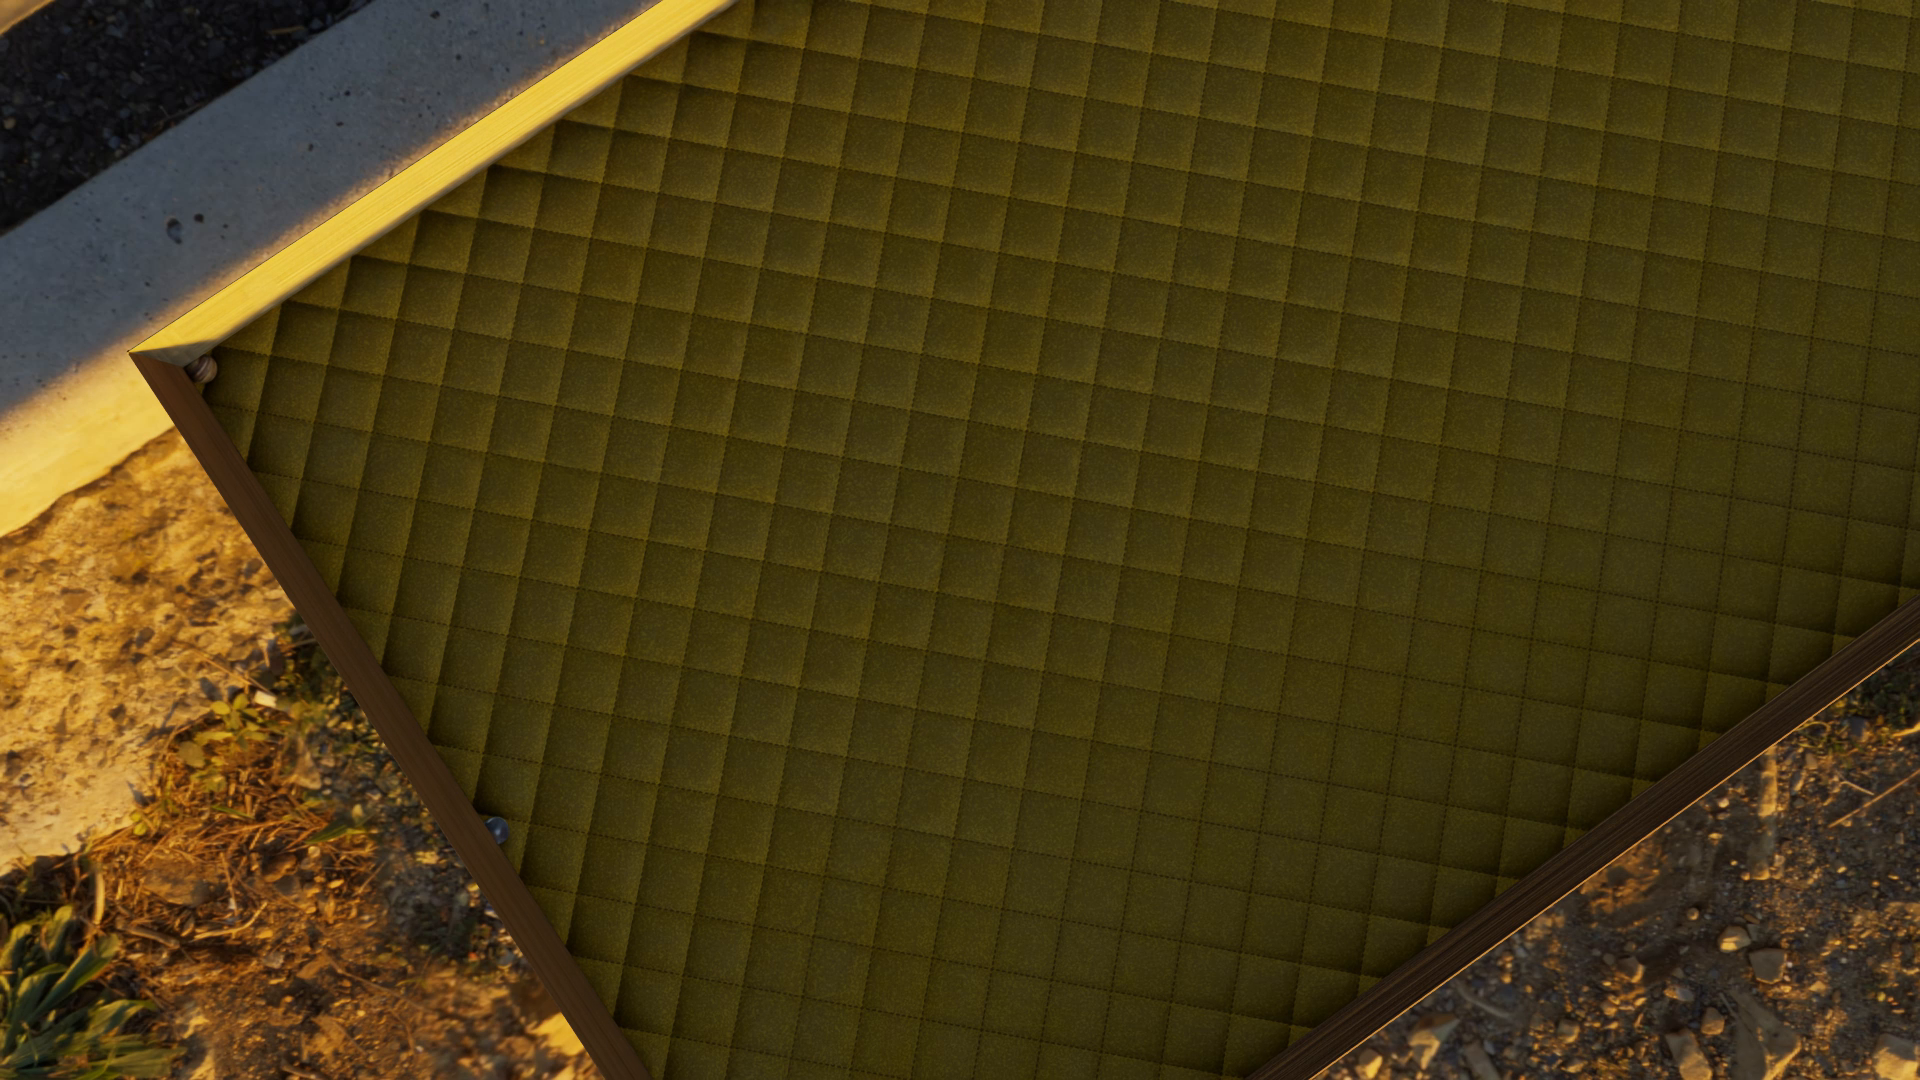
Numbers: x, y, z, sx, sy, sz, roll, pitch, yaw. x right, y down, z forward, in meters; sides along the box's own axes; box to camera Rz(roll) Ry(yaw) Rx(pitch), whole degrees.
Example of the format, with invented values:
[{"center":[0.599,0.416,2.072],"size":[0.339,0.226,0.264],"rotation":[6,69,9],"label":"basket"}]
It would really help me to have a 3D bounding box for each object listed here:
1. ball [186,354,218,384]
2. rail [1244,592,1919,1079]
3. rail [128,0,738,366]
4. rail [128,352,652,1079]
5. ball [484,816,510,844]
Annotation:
[{"center":[-1.142,-0.259,3.311],"size":[0.046,0.046,0.046],"rotation":[0,82,0],"label":"ball"},{"center":[1.210,0.243,3.210],"size":[3.406,0.109,0.045],"rotation":[-35,84,-4],"label":"rail"},{"center":[0.188,-1.213,3.408],"size":[3.406,0.109,0.045],"rotation":[-35,84,-4],"label":"rail"},{"center":[-0.680,0.465,3.180],"size":[0.045,0.109,1.837],"rotation":[-35,84,-4],"label":"rail"},{"center":[-0.681,0.426,3.220],"size":[0.042,0.042,0.042],"rotation":[0,82,0],"label":"ball"}]
